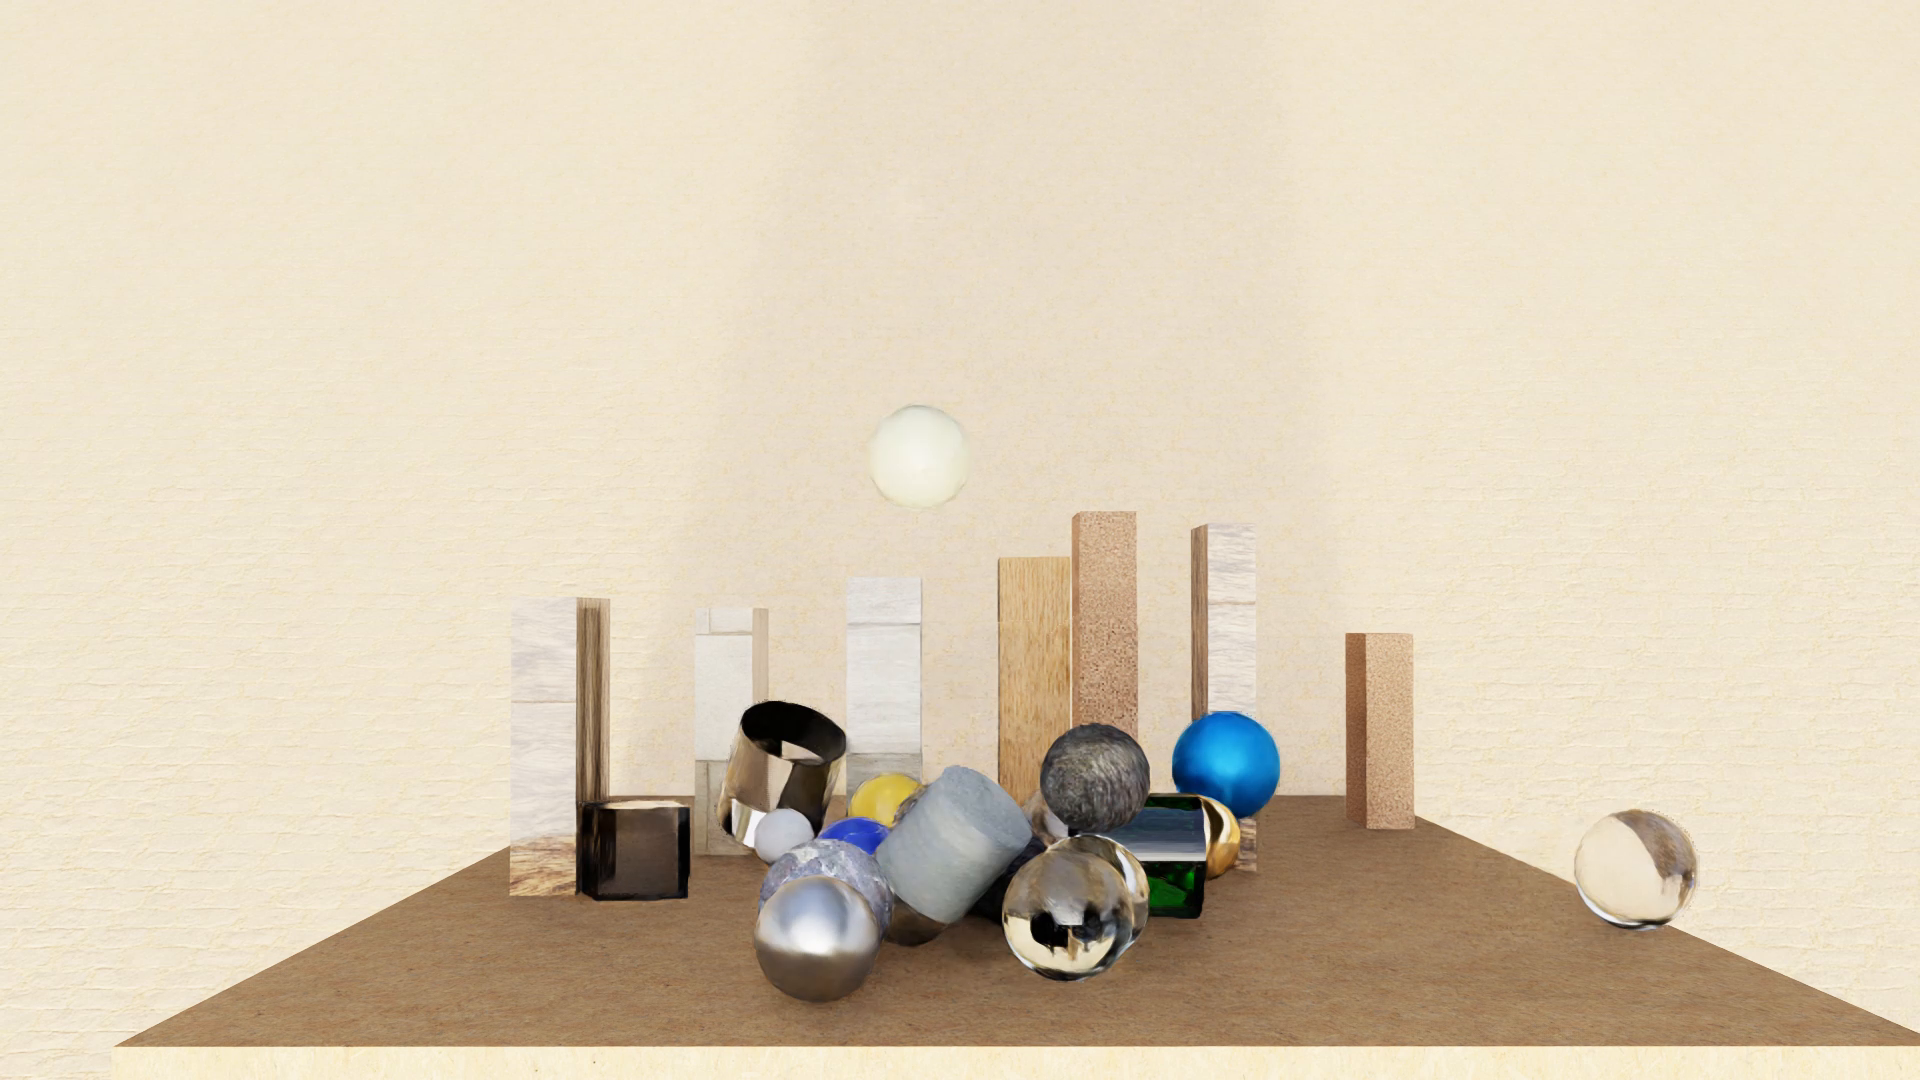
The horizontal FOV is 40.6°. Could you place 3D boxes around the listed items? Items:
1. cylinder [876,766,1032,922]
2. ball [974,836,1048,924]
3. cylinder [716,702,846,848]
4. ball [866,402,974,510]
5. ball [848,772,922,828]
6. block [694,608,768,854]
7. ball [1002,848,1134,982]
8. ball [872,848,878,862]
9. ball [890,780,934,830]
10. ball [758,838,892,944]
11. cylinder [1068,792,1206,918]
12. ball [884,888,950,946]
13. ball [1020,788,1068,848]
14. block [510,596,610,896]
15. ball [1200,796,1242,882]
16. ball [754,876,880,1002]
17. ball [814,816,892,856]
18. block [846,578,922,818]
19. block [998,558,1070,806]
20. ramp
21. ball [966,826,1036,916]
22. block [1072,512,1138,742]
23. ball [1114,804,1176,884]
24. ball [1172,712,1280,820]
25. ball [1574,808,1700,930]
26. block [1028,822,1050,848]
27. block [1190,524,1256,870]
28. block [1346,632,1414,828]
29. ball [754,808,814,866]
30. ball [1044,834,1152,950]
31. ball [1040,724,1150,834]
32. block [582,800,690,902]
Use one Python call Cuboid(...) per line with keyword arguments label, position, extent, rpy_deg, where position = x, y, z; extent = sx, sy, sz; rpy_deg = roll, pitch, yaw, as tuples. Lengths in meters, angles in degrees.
Cuboid(label="cylinder", position=(-0.009, 0.418, 3.573), extent=(0.153, 0.153, 0.153), rpy_deg=(33, 22, -16))
Cuboid(label="ball", position=(0.079, 0.510, 3.916), extent=(0.143, 0.143, 0.143), rpy_deg=(0, 35, 0))
Cuboid(label="cylinder", position=(-0.341, 0.451, 4.941), extent=(0.207, 0.207, 0.207), rpy_deg=(14, 27, -7))
Cuboid(label="ball", position=(-0.049, -0.100, 3.115), extent=(0.129, 0.129, 0.129), rpy_deg=(0, 35, 0))
Cuboid(label="ball", position=(-0.129, 0.520, 4.880), extent=(0.164, 0.164, 0.164), rpy_deg=(0, 35, 0))
Cuboid(label="block", position=(-0.466, 0.383, 5.342), extent=(0.112, 0.486, 0.445), rpy_deg=(0, -2, 0))
Cuboid(label="ball", position=(0.139, 0.481, 3.335), extent=(0.171, 0.171, 0.171), rpy_deg=(0, 35, 0))
Cuboid(label="ball", position=(-0.068, 0.508, 3.862), extent=(0.149, 0.149, 0.149), rpy_deg=(0, 35, 0))
Cuboid(label="ball", position=(-0.020, 0.496, 4.334), extent=(0.193, 0.193, 0.193), rpy_deg=(0, 35, 0))
Cuboid(label="ball", position=(-0.177, 0.481, 3.412), extent=(0.176, 0.176, 0.176), rpy_deg=(0, 35, 0))
Cuboid(label="cylinder", position=(0.271, 0.488, 4.024), extent=(0.193, 0.193, 0.193), rpy_deg=(1, 35, -3))
Cuboid(label="ball", position=(-0.073, 0.509, 3.690), extent=(0.137, 0.137, 0.137), rpy_deg=(0, 35, 0))
Cuboid(label="ball", position=(0.180, 0.499, 4.307), extent=(0.194, 0.194, 0.194), rpy_deg=(0, 35, 0))
Cuboid(label="block", position=(-0.702, 0.353, 4.587), extent=(0.110, 0.502, 0.430), rpy_deg=(0, -2, 0))
Cuboid(label="ball", position=(0.404, 0.508, 4.417), extent=(0.148, 0.148, 0.148), rpy_deg=(0, 35, 0))
Cuboid(label="ball", position=(-0.174, 0.485, 3.159), extent=(0.153, 0.153, 0.153), rpy_deg=(0, 35, 0))
Cuboid(label="ball", position=(-0.160, 0.509, 4.038), extent=(0.157, 0.157, 0.157), rpy_deg=(0, 35, 0))
Cuboid(label="block", position=(-0.146, 0.348, 5.115), extent=(0.142, 0.544, 0.294), rpy_deg=(0, -2, 0))
Cuboid(label="block", position=(0.131, 0.320, 4.672), extent=(0.124, 0.573, 0.254), rpy_deg=(0, -2, 0))
Cuboid(label="ramp", position=(0.077, 0.661, 4.823), extent=(2.000, 0.100, 4.000), rpy_deg=(0, -2, 0))
Cuboid(label="ball", position=(0.035, 0.498, 4.071), extent=(0.181, 0.181, 0.181), rpy_deg=(0, 35, 0))
Cuboid(label="block", position=(0.320, 0.292, 5.783), extent=(0.124, 0.695, 0.372), rpy_deg=(0, -2, 0))
Cuboid(label="ball", position=(0.339, 0.532, 4.544), extent=(0.140, 0.140, 0.140), rpy_deg=(0, 35, 0))
Cuboid(label="ball", position=(0.481, 0.409, 4.695), extent=(0.197, 0.197, 0.197), rpy_deg=(0, 35, 0))
Cuboid(label="ball", position=(1.009, 0.492, 3.875), extent=(0.181, 0.181, 0.181), rpy_deg=(0, 35, 0))
Cuboid(label="block", position=(0.087, 0.546, 4.471), extent=(0.109, 0.109, 0.109), rpy_deg=(0, -2, -16))
Cuboid(label="block", position=(0.503, 0.294, 4.973), extent=(0.088, 0.641, 0.353), rpy_deg=(0, -2, 0))
Cuboid(label="block", position=(0.951, 0.427, 5.897), extent=(0.104, 0.431, 0.312), rpy_deg=(0, -2, 0))
Cuboid(label="ball", position=(-0.327, 0.554, 4.814), extent=(0.113, 0.113, 0.113), rpy_deg=(0, 35, 0))
Cuboid(label="ball", position=(0.173, 0.486, 3.518), extent=(0.172, 0.172, 0.172), rpy_deg=(0, 35, 0))
Cuboid(label="ball", position=(0.184, 0.324, 3.529), extent=(0.150, 0.150, 0.150), rpy_deg=(0, 35, 0))
Cuboid(label="block", position=(-0.546, 0.521, 4.362), extent=(0.152, 0.152, 0.152), rpy_deg=(1, -2, -18))
